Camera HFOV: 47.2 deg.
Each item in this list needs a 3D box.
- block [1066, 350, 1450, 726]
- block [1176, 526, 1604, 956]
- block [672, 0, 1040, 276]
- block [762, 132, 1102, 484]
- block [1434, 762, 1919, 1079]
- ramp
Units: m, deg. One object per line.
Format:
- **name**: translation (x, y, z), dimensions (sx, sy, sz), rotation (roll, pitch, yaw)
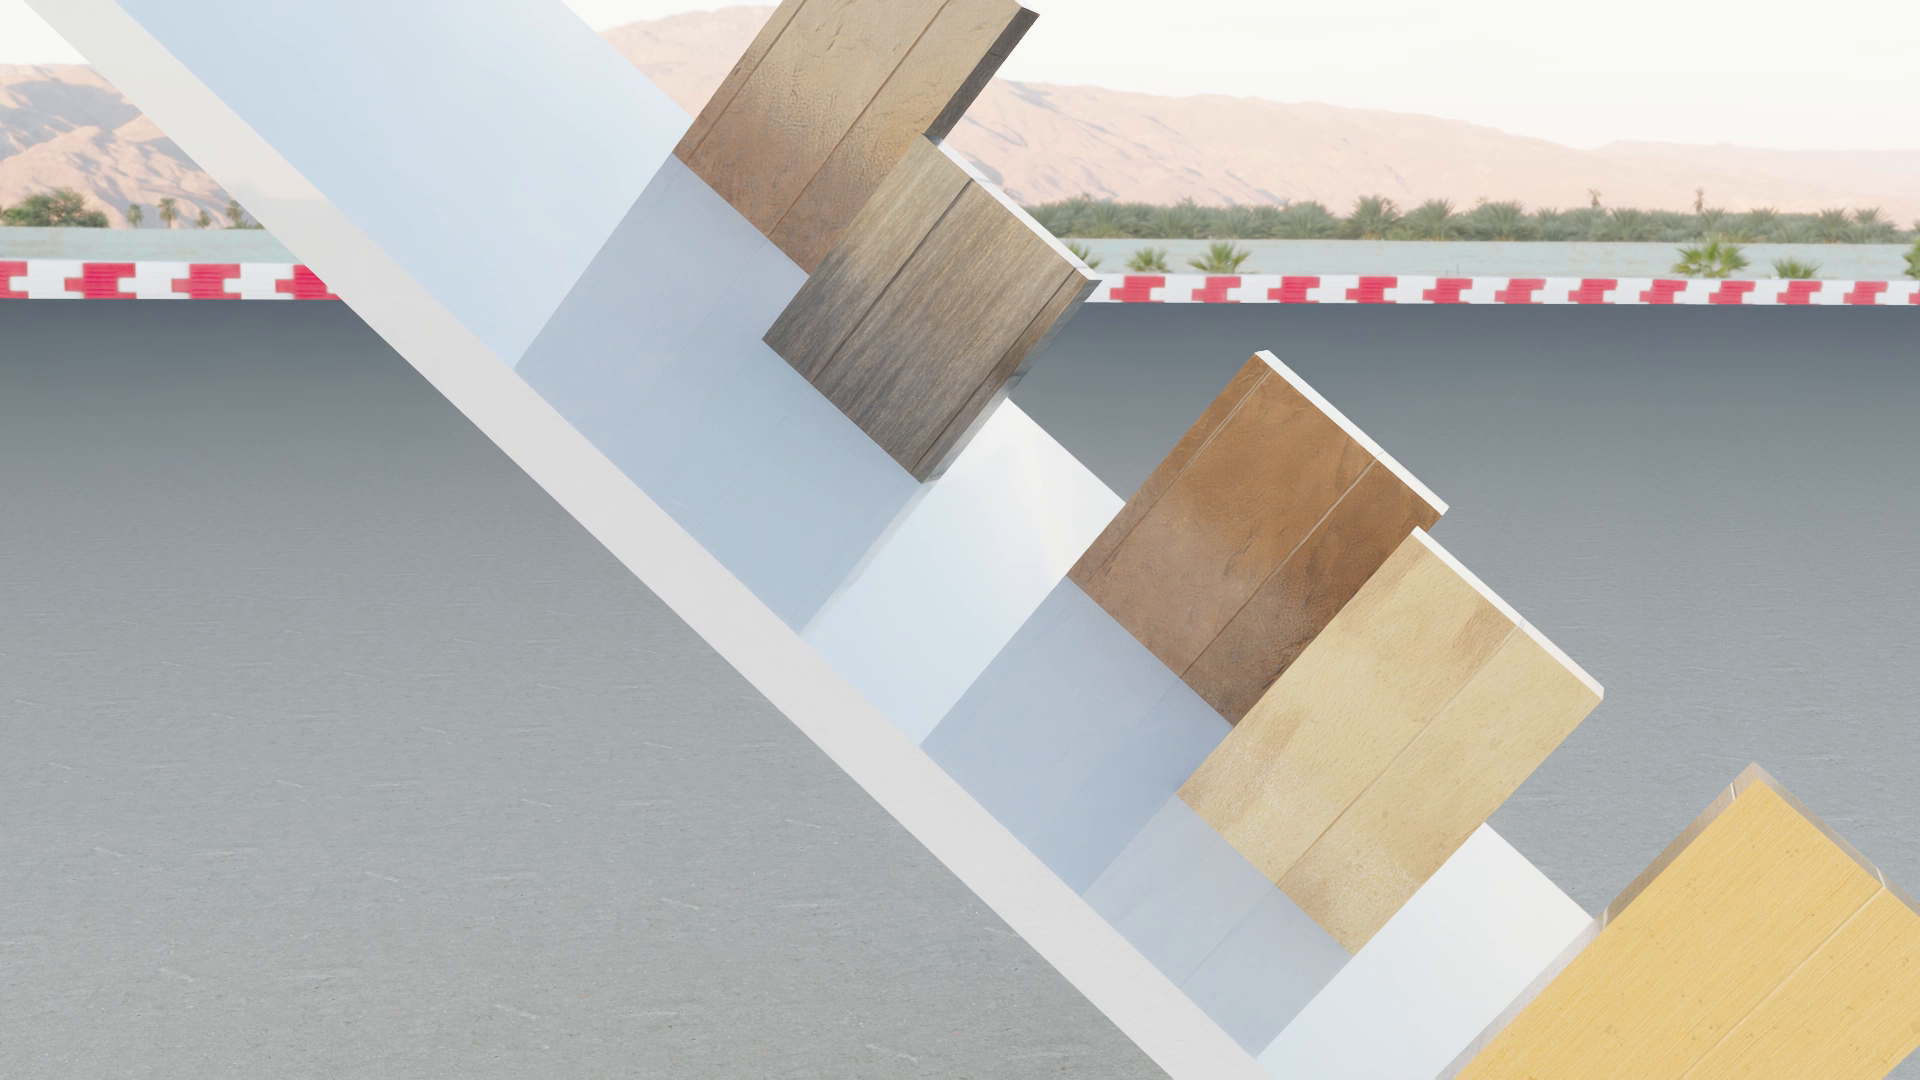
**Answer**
- **block**: translation (0.557, 0.002, 4.143), dimensions (0.449, 0.554, 0.149), rotation (42, 16, 8)
- **block**: translation (0.684, 0.324, 3.534), dimensions (0.386, 0.575, 0.103), rotation (42, 16, 8)
- **block**: translation (-0.228, -0.976, 4.708), dimensions (0.423, 0.722, 0.148), rotation (42, 16, 8)
- **block**: translation (-0.054, -0.424, 4.049), dimensions (0.409, 0.487, 0.110), rotation (42, 16, 8)
- **block**: translation (0.997, 0.693, 3.026), dimensions (0.385, 0.697, 0.105), rotation (42, 16, 8)
- **ramp**: translation (0.012, 0.034, 4.035), dimensions (4.000, 0.100, 2.000), rotation (42, 16, 8)
